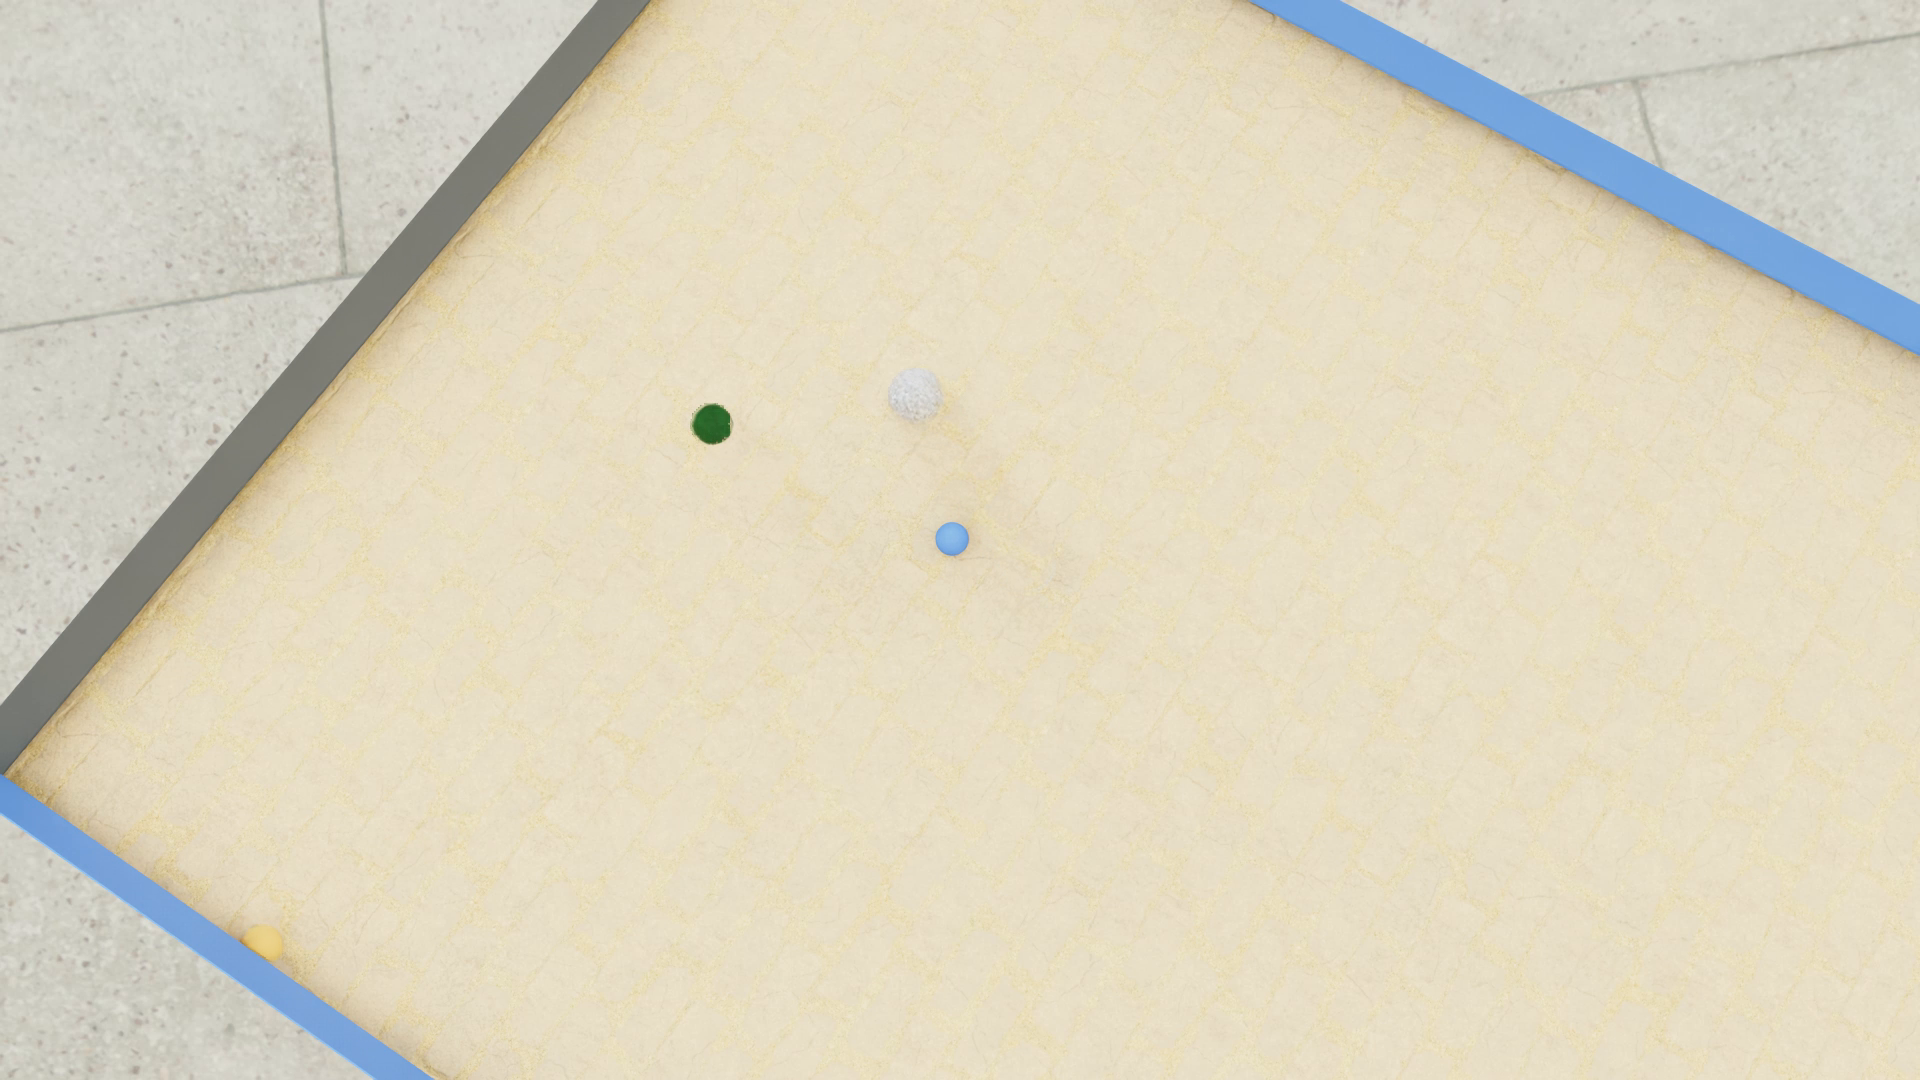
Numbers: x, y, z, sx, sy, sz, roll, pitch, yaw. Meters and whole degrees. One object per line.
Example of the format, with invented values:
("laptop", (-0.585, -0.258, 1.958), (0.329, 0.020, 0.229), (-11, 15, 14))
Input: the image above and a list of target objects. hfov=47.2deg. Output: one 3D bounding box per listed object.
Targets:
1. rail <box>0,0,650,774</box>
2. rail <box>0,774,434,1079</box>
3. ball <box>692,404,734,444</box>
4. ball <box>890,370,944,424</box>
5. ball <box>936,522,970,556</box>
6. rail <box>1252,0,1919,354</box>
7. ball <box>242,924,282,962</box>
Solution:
("rail", (-0.854, -0.526, 3.660), (0.045, 0.115, 2.320), (31, 72, 12))
("rail", (0.254, 1.406, 2.897), (4.173, 0.115, 0.045), (31, 72, 12))
("ball", (-0.399, -0.186, 3.554), (0.065, 0.065, 0.065), (0, 68, 0))
("ball", (-0.070, -0.232, 3.559), (0.088, 0.088, 0.088), (0, 68, 0))
("ball", (-0.012, -0.002, 3.487), (0.054, 0.054, 0.054), (0, 68, 0))
("rail", (1.494, -0.365, 3.597), (4.173, 0.115, 0.045), (31, 72, 12))
("ball", (-1.031, 0.596, 3.249), (0.057, 0.057, 0.057), (0, 68, 0))
